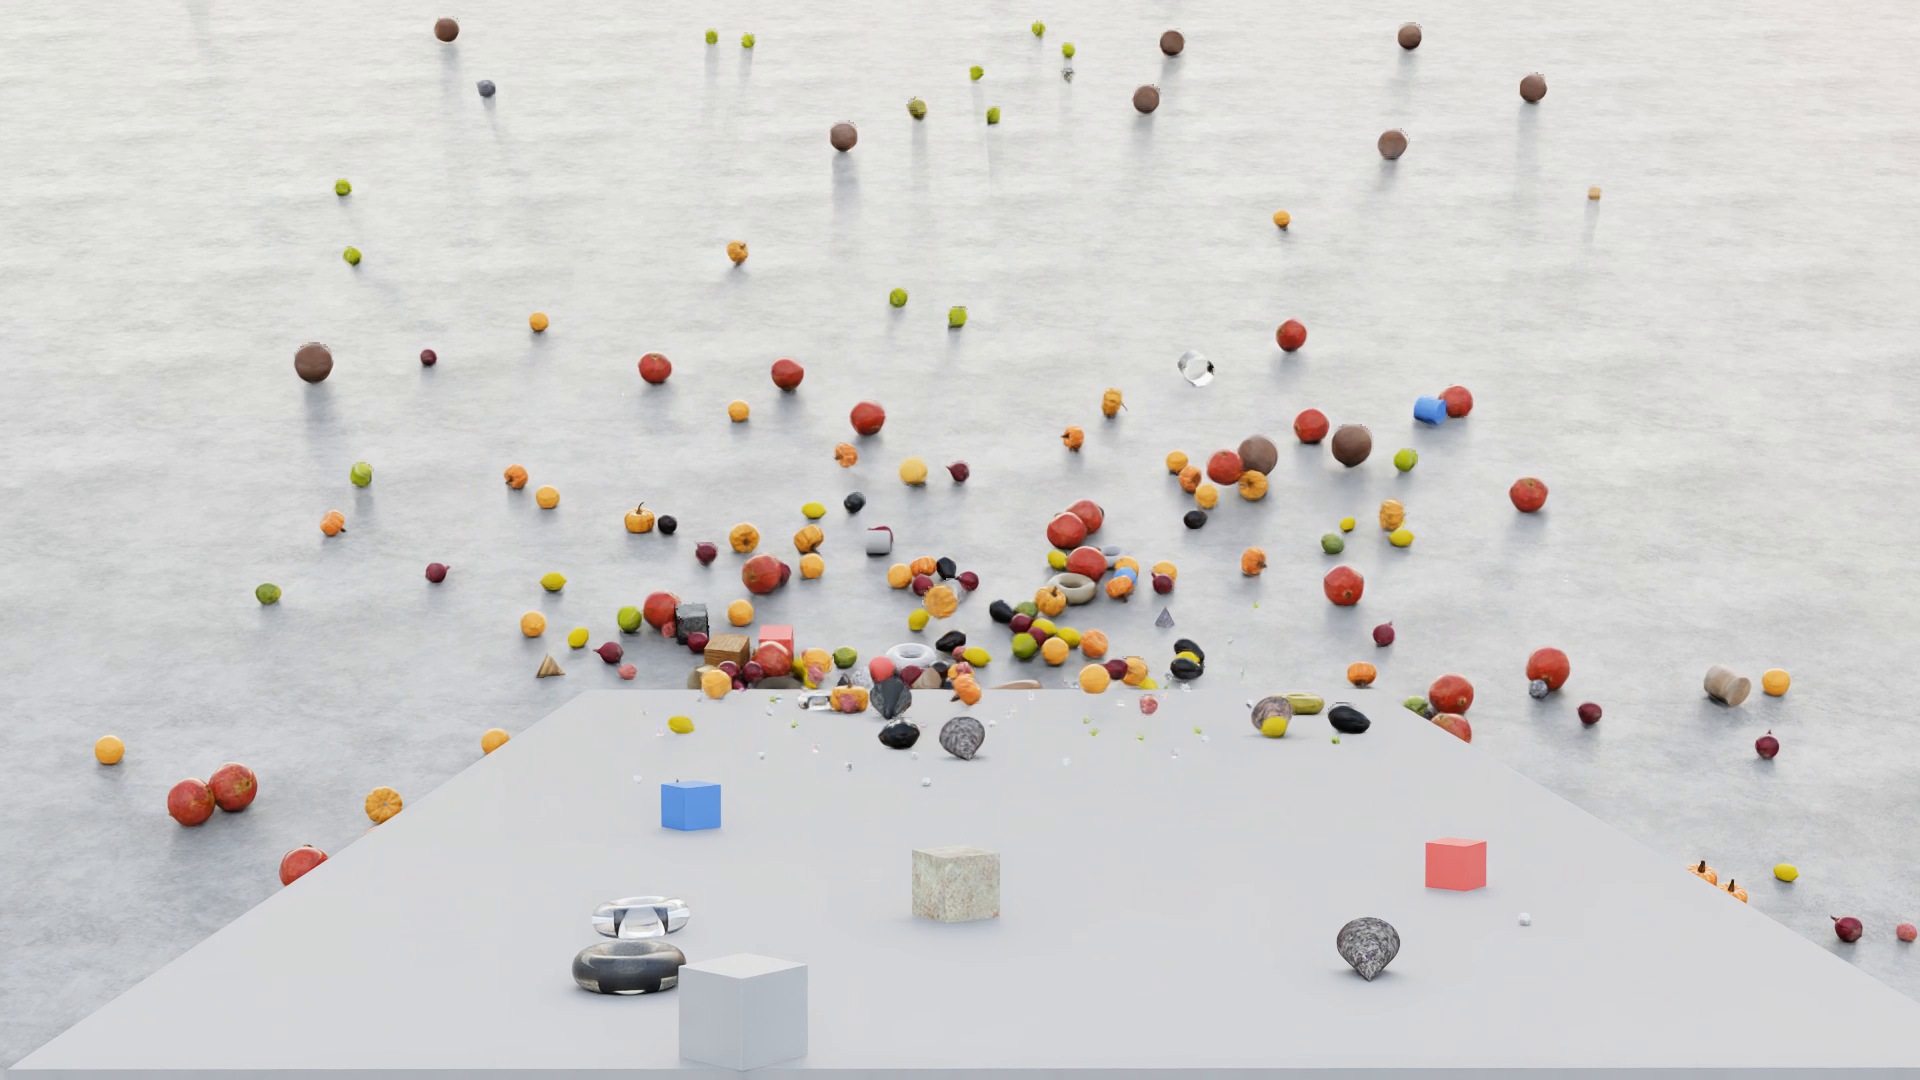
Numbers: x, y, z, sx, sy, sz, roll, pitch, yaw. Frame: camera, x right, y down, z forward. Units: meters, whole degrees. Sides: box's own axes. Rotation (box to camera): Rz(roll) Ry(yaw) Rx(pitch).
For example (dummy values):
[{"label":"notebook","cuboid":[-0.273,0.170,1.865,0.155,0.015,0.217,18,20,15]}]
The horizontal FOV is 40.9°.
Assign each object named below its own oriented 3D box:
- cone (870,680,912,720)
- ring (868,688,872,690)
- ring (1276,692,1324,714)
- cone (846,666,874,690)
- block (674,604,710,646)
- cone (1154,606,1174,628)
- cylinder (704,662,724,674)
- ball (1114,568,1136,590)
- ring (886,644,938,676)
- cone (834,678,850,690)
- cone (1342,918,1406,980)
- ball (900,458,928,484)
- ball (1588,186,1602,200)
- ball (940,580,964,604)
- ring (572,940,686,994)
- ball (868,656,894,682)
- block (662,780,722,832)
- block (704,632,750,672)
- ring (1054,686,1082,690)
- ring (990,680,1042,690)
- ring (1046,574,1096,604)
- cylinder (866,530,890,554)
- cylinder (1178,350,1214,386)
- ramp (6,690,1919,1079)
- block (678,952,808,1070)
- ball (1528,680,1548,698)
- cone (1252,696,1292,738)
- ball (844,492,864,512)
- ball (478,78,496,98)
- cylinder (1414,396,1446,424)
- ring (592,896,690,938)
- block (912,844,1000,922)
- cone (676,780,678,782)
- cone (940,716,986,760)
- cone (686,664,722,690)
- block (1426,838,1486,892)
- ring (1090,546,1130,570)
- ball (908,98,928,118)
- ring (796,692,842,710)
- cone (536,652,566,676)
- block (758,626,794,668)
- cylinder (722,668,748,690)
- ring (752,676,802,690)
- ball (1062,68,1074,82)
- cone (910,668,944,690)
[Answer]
[{"label":"cone","cuboid":[-0.161,0.383,5.838,0.098,0.098,0.098,1,29,3]},{"label":"ring","cuboid":[-0.196,0.402,6.614,0.098,0.098,0.033,-1,57,-2]},{"label":"ring","cuboid":[0.781,0.379,5.966,0.128,0.043,0.128,-1,3,0]},{"label":"cone","cuboid":[-0.242,0.384,6.719,0.078,0.078,0.078,-24,60,-42]},{"label":"block","cuboid":[-0.729,0.229,7.006,0.082,0.082,0.082,-5,25,-10]},{"label":"cone","cuboid":[0.565,0.206,7.091,0.055,0.055,0.055,0,24,0]},{"label":"cylinder","cuboid":[-0.651,0.359,6.745,0.059,0.059,0.059,23,29,11]},{"label":"ball","cuboid":[0.467,0.109,7.295,0.065,0.065,0.065,0,24,0]},{"label":"ring","cuboid":[-0.130,0.319,6.848,0.145,0.048,0.145,1,23,0]},{"label":"cone","cuboid":[-0.303,0.392,6.622,0.099,0.099,0.099,0,24,0]},{"label":"cone","cuboid":[0.474,0.490,2.987,0.074,0.074,0.074,6,43,14]},{"label":"ball","cuboid":[-0.143,-0.214,7.989,0.087,0.087,0.087,0,24,0]},{"label":"ball","cuboid":[2.658,-1.450,10.780,0.060,0.060,0.060,0,24,0]},{"label":"ball","cuboid":[-0.023,0.146,7.212,0.066,0.066,0.066,0,24,0]},{"label":"ring","cuboid":[-0.377,0.487,2.940,0.131,0.044,0.131,0,3,0]},{"label":"ball","cuboid":[-0.208,0.340,6.772,0.070,0.070,0.070,0,24,0]},{"label":"block","cuboid":[-0.436,0.430,4.171,0.069,0.069,0.069,-2,3,-40]},{"label":"block","cuboid":[-0.613,0.313,6.802,0.096,0.096,0.096,5,25,11]},{"label":"ring","cuboid":[0.280,0.408,6.666,0.103,0.034,0.103,-1,23,0]},{"label":"ring","cuboid":[0.139,0.394,6.613,0.150,0.050,0.150,-10,-9,-2]},{"label":"ring","cuboid":[0.314,0.138,7.252,0.143,0.048,0.143,1,26,0]},{"label":"cylinder","cuboid":[-0.238,0.007,7.519,0.068,0.068,0.068,1,24,2]},{"label":"cylinder","cuboid":[0.808,-0.588,8.813,0.096,0.096,0.096,-7,25,-14]},{"label":"ramp","cuboid":[0.055,0.501,4.547,2.000,0.100,4.000,0,2,0]},{"label":"block","cuboid":[-0.219,0.475,2.599,0.092,0.092,0.092,2,3,41]},{"label":"ball","cuboid":[1.503,0.387,6.692,0.050,0.050,0.050,0,24,0]},{"label":"cone","cuboid":[0.678,0.396,5.494,0.092,0.092,0.092,-4,29,-9]},{"label":"ball","cuboid":[-0.321,-0.114,7.798,0.060,0.060,0.060,0,24,0]},{"label":"ball","cuboid":[-2.269,-2.165,12.339,0.088,0.088,0.088,0,24,0]},{"label":"cylinder","cuboid":[1.546,-0.427,8.472,0.080,0.080,0.080,16,29,32]},{"label":"ring","cuboid":[-0.403,0.476,3.257,0.124,0.041,0.124,-3,0,0]},{"label":"block","cuboid":[-0.005,0.451,3.382,0.084,0.084,0.084,-1,2,-32]},{"label":"cone","cuboid":[-0.477,0.430,4.353,0.055,0.055,0.055,0,2,0]},{"label":"cone","cuboid":[0.011,0.411,5.087,0.092,0.092,0.092,-3,29,-7]},{"label":"cone","cuboid":[-0.672,0.352,6.667,0.096,0.096,0.096,-3,-21,8]},{"label":"block","cuboid":[0.694,0.453,3.602,0.062,0.062,0.062,2,3,38]},{"label":"ring","cuboid":[0.435,0.050,7.460,0.115,0.038,0.115,-1,25,0]},{"label":"ball","cuboid":[-0.195,-2.008,11.987,0.091,0.091,0.091,0,24,0]},{"label":"ring","cuboid":[-0.331,0.379,6.082,0.108,0.036,0.108,-1,3,0]},{"label":"cone","cuboid":[-1.074,0.341,6.819,0.070,0.070,0.070,25,22,-11]},{"label":"block","cuboid":[-0.490,0.284,6.880,0.085,0.085,0.085,0,24,0]},{"label":"cylinder","cuboid":[-0.588,0.366,6.734,0.055,0.055,0.055,6,25,13]},{"label":"ring","cuboid":[-0.474,0.396,6.680,0.135,0.045,0.135,-1,23,1]},{"label":"ball","cuboid":[0.531,-2.284,12.632,0.066,0.066,0.066,0,24,0]},{"label":"cone","cuboid":[-0.107,0.389,6.698,0.094,0.094,0.094,-18,14,30]}]
